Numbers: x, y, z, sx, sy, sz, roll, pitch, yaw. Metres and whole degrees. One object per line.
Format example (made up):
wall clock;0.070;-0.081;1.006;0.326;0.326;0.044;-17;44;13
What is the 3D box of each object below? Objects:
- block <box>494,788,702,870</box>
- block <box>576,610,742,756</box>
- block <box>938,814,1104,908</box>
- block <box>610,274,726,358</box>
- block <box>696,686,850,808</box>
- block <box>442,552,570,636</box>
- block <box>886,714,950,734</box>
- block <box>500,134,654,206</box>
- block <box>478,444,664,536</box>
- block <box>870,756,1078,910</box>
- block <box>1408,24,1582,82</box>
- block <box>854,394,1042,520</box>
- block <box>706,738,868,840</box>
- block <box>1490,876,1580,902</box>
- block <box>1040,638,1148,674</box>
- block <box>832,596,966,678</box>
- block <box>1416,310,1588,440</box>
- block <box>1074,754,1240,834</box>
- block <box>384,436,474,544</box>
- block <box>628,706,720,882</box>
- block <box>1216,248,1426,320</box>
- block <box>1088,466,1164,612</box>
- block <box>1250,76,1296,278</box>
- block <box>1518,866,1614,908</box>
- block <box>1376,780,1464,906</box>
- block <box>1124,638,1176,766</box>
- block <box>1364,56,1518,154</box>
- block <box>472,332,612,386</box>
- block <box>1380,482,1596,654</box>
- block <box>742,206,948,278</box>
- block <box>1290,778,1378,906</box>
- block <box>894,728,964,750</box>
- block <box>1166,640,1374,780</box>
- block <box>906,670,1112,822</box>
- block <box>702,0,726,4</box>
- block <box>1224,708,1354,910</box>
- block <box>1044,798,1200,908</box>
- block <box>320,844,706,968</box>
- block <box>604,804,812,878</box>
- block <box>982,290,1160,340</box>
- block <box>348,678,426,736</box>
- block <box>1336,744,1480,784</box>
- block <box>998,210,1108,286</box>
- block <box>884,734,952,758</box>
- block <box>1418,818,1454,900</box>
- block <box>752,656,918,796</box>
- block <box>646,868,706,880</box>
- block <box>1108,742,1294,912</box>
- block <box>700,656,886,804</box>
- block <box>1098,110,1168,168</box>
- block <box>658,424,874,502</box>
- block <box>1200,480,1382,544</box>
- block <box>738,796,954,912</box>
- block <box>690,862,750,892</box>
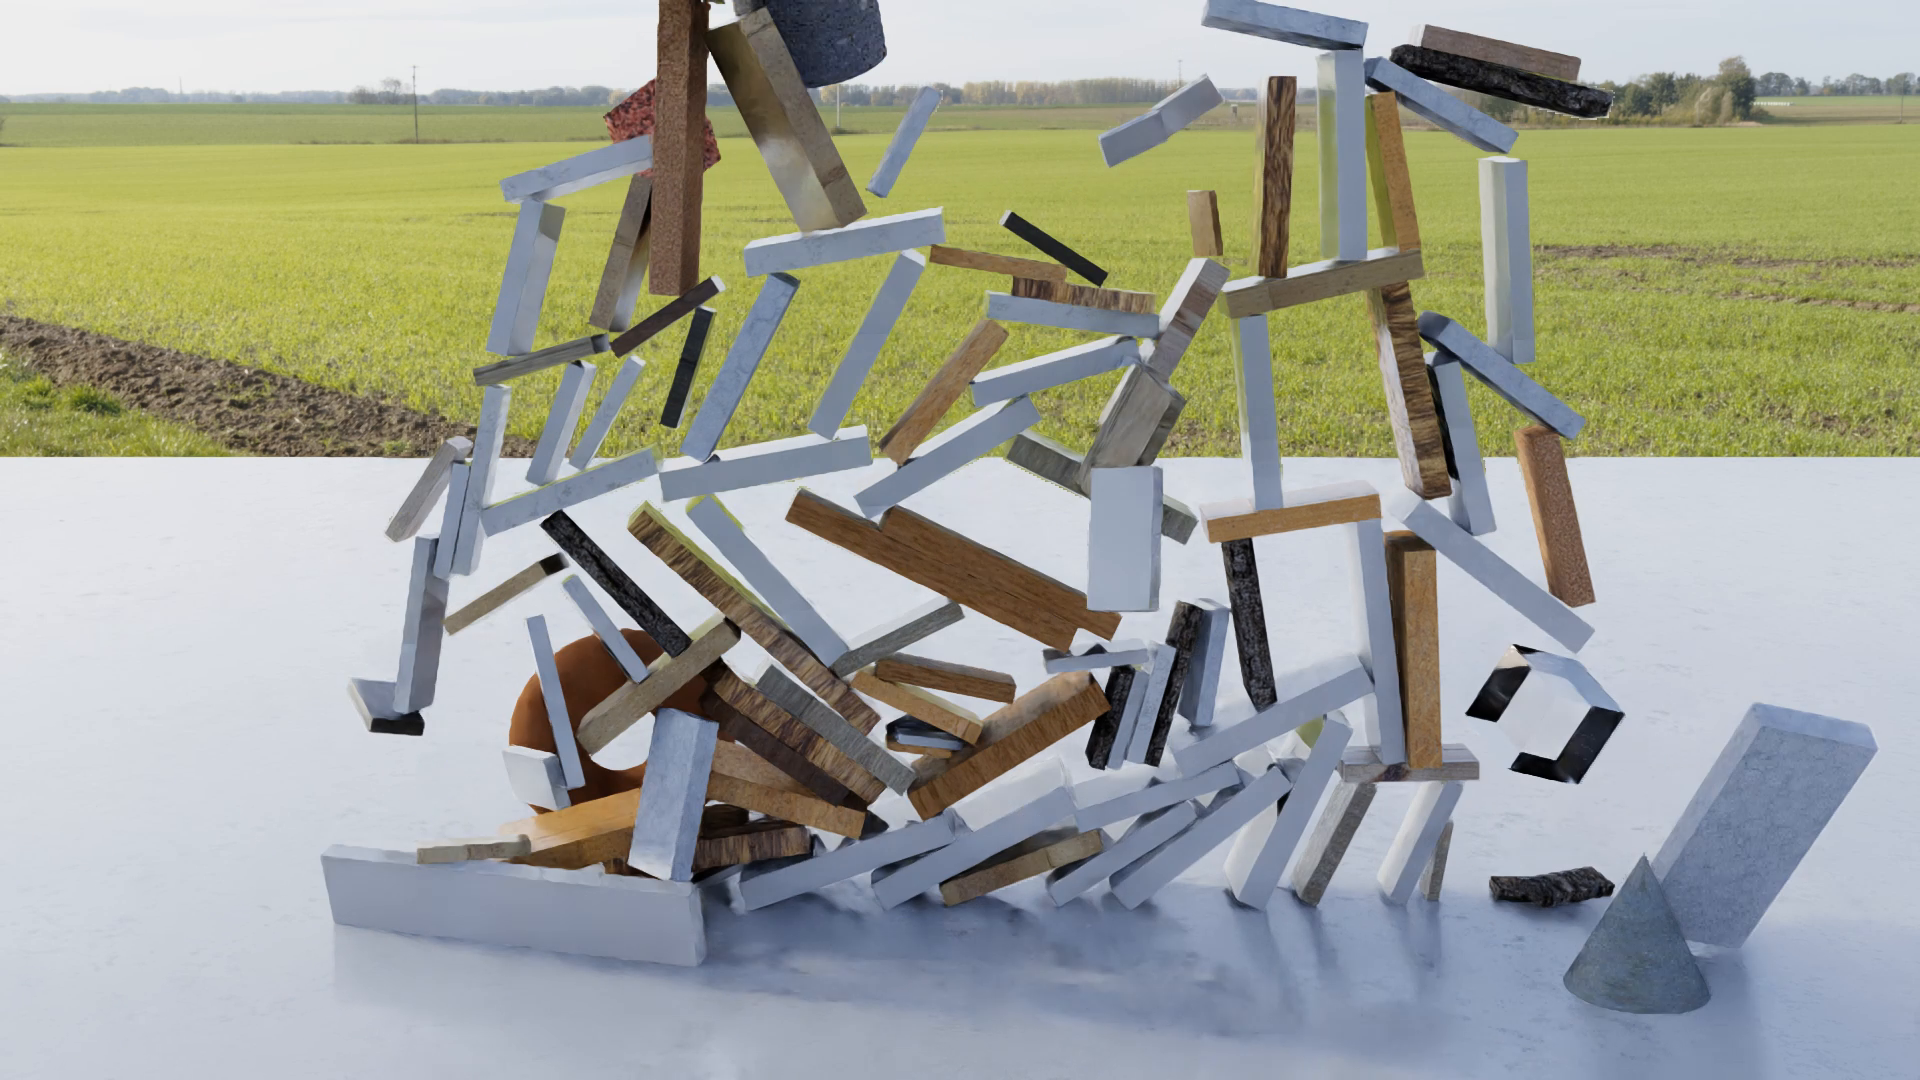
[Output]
block;-0.591;0.476;3.608;0.333;0.047;0.167;-15;15;-3
block;-0.483;0.224;3.546;0.299;0.042;0.149;-38;9;1
block;0.099;0.523;3.656;0.274;0.039;0.137;-20;11;3
block;-0.463;-0.355;3.489;0.193;0.027;0.096;-32;8;5
block;-0.300;0.332;3.541;0.255;0.036;0.127;39;-2;-32
block;-0.731;0.086;3.543;0.198;0.028;0.099;-30;1;15
block;-0.068;0.321;3.670;0.054;0.015;0.107;-28;-38;31
block;-0.589;-0.581;3.463;0.245;0.035;0.122;-16;4;6
block;-0.619;-0.082;3.522;0.288;0.041;0.144;-21;7;-1
block;0.023;0.484;3.653;0.355;0.050;0.178;-28;9;5
block;0.827;-0.756;3.415;0.245;0.035;0.122;12;12;-1
block;-0.021;-0.141;3.520;0.317;0.045;0.158;-30;9;4
block;-0.316;0.405;3.651;0.333;0.047;0.167;16;11;-2
block;0.957;0.581;3.661;0.136;0.019;0.068;1;11;3
block;0.218;0.189;3.579;0.166;0.023;0.083;-7;9;-2
block;-0.105;0.154;3.599;0.227;0.032;0.113;-26;8;-2
block;0.859;-0.265;3.513;0.280;0.040;0.140;35;7;-11
block;0.319;0.404;3.632;0.274;0.039;0.137;-18;10;3
block;-0.850;-0.082;3.526;0.026;0.183;0.091;35;8;-2
block;-0.451;0.399;3.453;0.036;0.255;0.127;11;-1;-39
block;0.565;-0.410;3.478;0.307;0.043;0.153;-12;10;2
block;0.248;-0.001;3.296;0.107;0.214;0.030;-2;-7;35
block;0.491;-0.572;3.458;0.043;0.306;0.153;2;11;2
block;0.998;0.570;3.619;0.136;0.019;0.068;-6;20;-17
block;0.762;0.485;3.647;0.031;0.220;0.110;23;10;-4
block;0.304;0.263;3.594;0.028;0.195;0.098;16;1;-6
block;0.742;-0.677;3.428;0.245;0.035;0.122;27;9;-6
block;-0.664;-0.287;3.501;0.200;0.028;0.100;-15;6;9
block;0.852;0.043;3.564;0.356;0.050;0.178;36;8;-7
block;-0.178;-0.470;3.461;0.311;0.044;0.156;-10;13;3
block;0.617;0.487;3.643;0.031;0.220;0.110;25;9;-5
block;-0.052;0.327;3.614;0.107;0.015;0.054;8;7;-12
block;0.501;0.277;3.609;0.336;0.048;0.168;-26;10;4
block;0.074;0.328;3.626;0.356;0.050;0.178;-31;10;2
block;-0.519;-0.868;3.282;0.345;0.049;0.172;9;3;-6
block;0.541;0.430;3.638;0.048;0.336;0.168;24;9;-5
block;0.265;0.499;3.648;0.274;0.039;0.137;-33;9;6
block;-0.701;0.568;3.427;0.635;0.127;0.036;3;24;17
block;-0.417;0.492;3.656;0.333;0.047;0.167;-8;13;-1
block;0.175;-0.360;3.509;0.270;0.038;0.135;7;8;-4
block;-0.945;0.274;3.618;0.086;0.024;0.173;8;15;-30
block;0.732;0.367;3.619;0.220;0.031;0.110;-1;11;-2
block;0.147;-0.461;3.470;0.181;0.026;0.090;31;8;-8
block;-0.069;0.339;3.617;0.107;0.015;0.054;8;7;-7
block;0.791;0.523;3.655;0.019;0.136;0.068;8;10;-2
block;-0.208;0.303;3.615;0.299;0.042;0.149;38;-2;-8
block;-0.474;0.556;3.712;0.105;0.015;0.053;-13;-4;9
block;0.391;0.469;3.643;0.336;0.048;0.168;-38;9;6
block;-0.271;0.306;3.580;0.324;0.042;0.149;39;-2;-26
block;0.269;-0.627;3.433;0.103;0.052;0.015;-25;37;-5
block;-0.309;-0.125;3.531;0.333;0.047;0.167;-10;9;-2
block;0.529;-0.047;3.538;0.274;0.039;0.137;-9;11;3
block;-0.186;0.508;3.656;0.355;0.050;0.178;-19;10;3
block;-0.399;0.553;3.664;0.105;0.015;0.053;-26;10;6
